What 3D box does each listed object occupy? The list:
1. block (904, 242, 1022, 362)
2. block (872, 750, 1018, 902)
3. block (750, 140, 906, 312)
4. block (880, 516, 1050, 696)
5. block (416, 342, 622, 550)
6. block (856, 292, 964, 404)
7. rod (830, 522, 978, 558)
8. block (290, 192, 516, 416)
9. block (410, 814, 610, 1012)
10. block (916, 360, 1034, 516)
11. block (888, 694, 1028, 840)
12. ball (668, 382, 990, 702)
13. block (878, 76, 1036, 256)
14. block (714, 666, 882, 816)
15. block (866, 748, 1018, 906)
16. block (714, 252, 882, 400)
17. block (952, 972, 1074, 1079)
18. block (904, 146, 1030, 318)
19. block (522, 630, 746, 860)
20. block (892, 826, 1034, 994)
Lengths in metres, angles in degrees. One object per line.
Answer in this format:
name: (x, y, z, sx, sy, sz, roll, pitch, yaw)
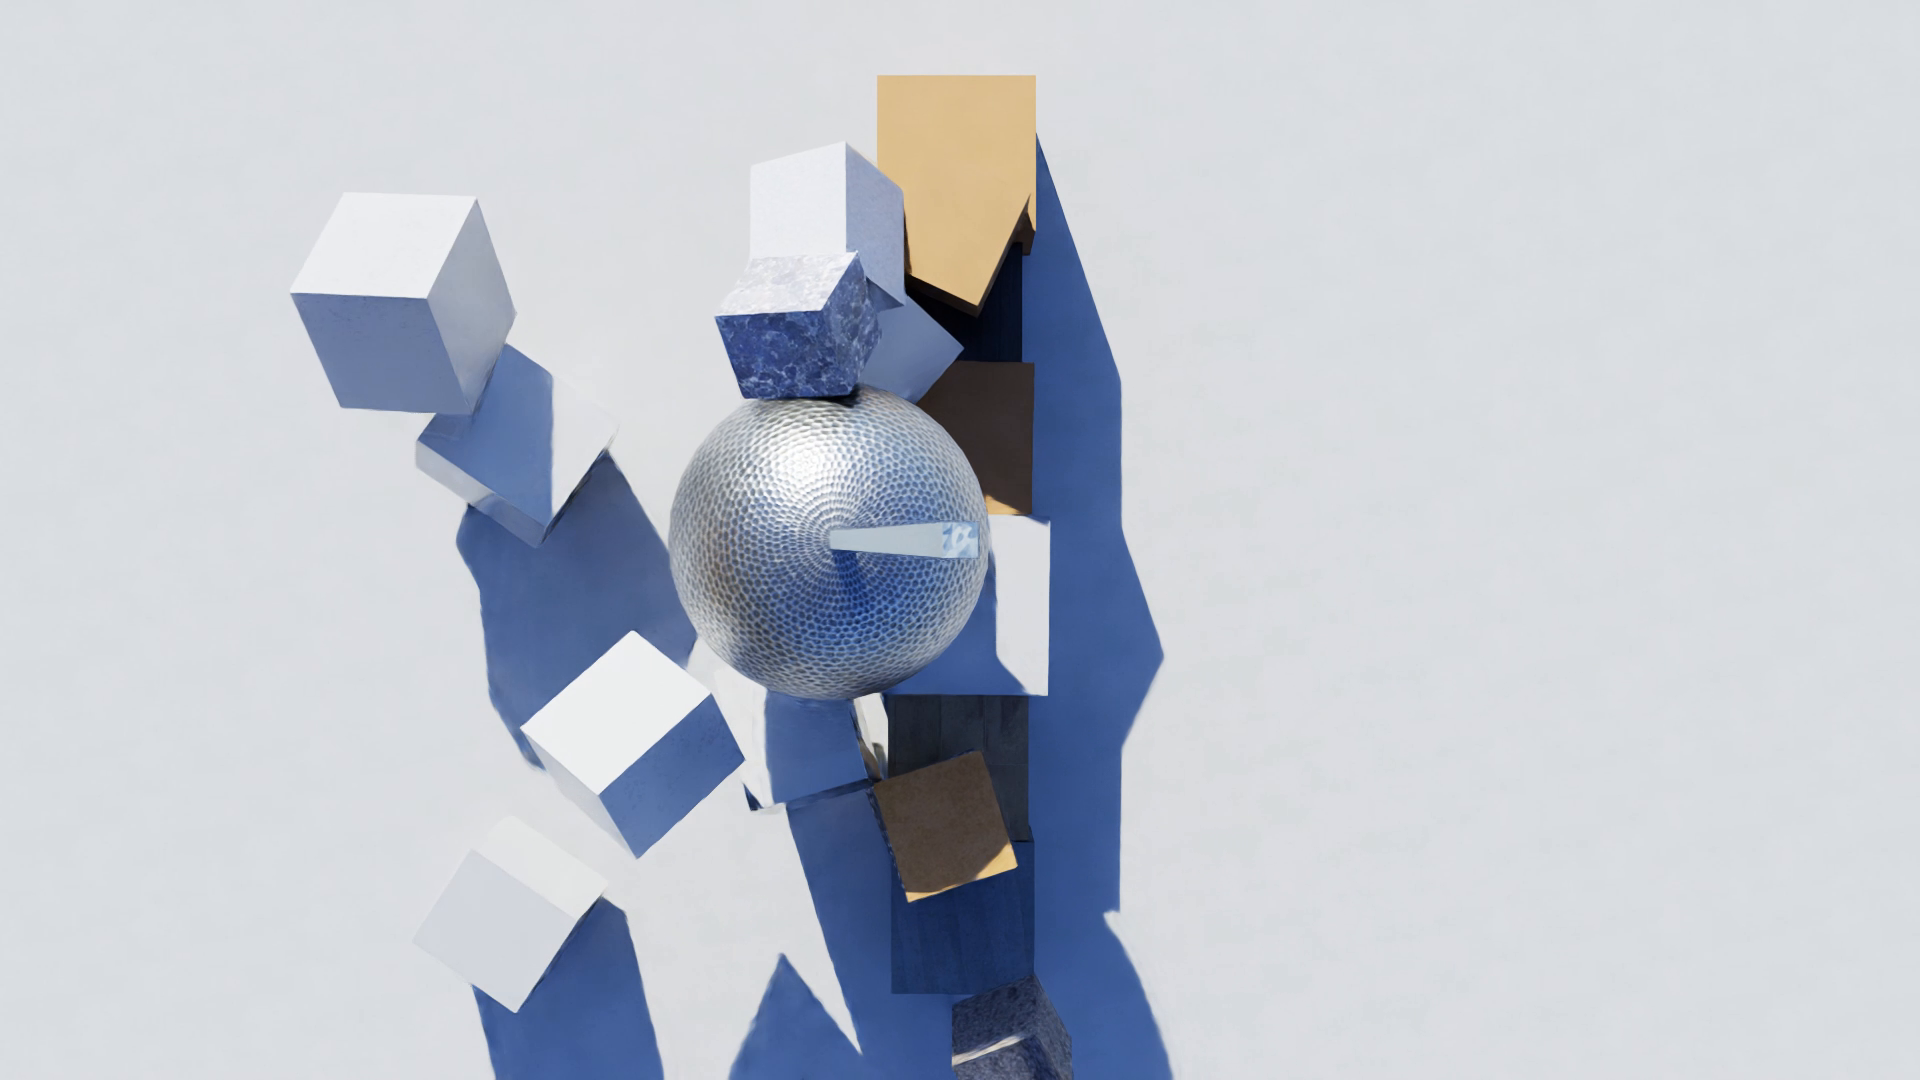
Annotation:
block: (0.014, -1.338, 12.672, 0.669, 0.655, 0.672, 0, 90, 0)
block: (-0.070, 1.483, 11.462, 0.582, 0.503, 0.625, -18, 84, -1)
block: (-0.667, -1.540, 11.141, 0.543, 0.614, 0.653, -10, 71, 25)
block: (-0.002, 0.356, 12.557, 0.986, 0.886, 0.989, 1, 90, 0)
block: (-2.516, -0.540, 12.494, 0.846, 0.753, 0.734, 35, 74, -6)
block: (-0.566, -1.119, 11.769, 0.649, 0.746, 0.703, -48, 56, 3)
rod: (-0.281, 0.000, 7.575, 0.080, 5.200, 0.080, 0, 90, -6)
block: (-2.958, -1.266, 11.785, 0.755, 0.840, 0.798, 4, 49, 11)
block: (-2.563, 2.127, 12.601, 0.714, 0.681, 0.669, 34, 101, 0)
block: (-0.030, -0.567, 12.554, 0.865, 0.892, 0.837, 1, 90, 0)
block: (-0.011, 1.266, 12.646, 0.788, 0.708, 0.822, 0, 90, 0)
ball: (-0.649, 0.000, 10.956, 1.600, 1.600, 1.600, 0, 90, 0)
block: (-0.019, -2.105, 12.478, 0.863, 1.045, 0.844, 0, 90, 0)
block: (-0.890, 1.050, 12.226, 0.660, 0.723, 0.788, -16, 80, 2)
block: (-0.094, 1.555, 11.981, 0.620, 0.543, 0.653, -21, 84, -1)
block: (-0.772, -1.036, 10.627, 0.561, 0.523, 0.477, -1, 128, 22)
block: (0.288, 2.809, 12.068, 0.505, 0.545, 0.490, -23, 113, 11)
block: (-0.032, -1.624, 11.662, 0.577, 0.579, 0.650, 25, 90, 0)
block: (-1.689, 1.061, 11.421, 0.771, 0.628, 0.658, -42, 54, -20)
block: (0.017, 2.108, 12.623, 0.799, 0.753, 0.841, 0, 90, 0)
